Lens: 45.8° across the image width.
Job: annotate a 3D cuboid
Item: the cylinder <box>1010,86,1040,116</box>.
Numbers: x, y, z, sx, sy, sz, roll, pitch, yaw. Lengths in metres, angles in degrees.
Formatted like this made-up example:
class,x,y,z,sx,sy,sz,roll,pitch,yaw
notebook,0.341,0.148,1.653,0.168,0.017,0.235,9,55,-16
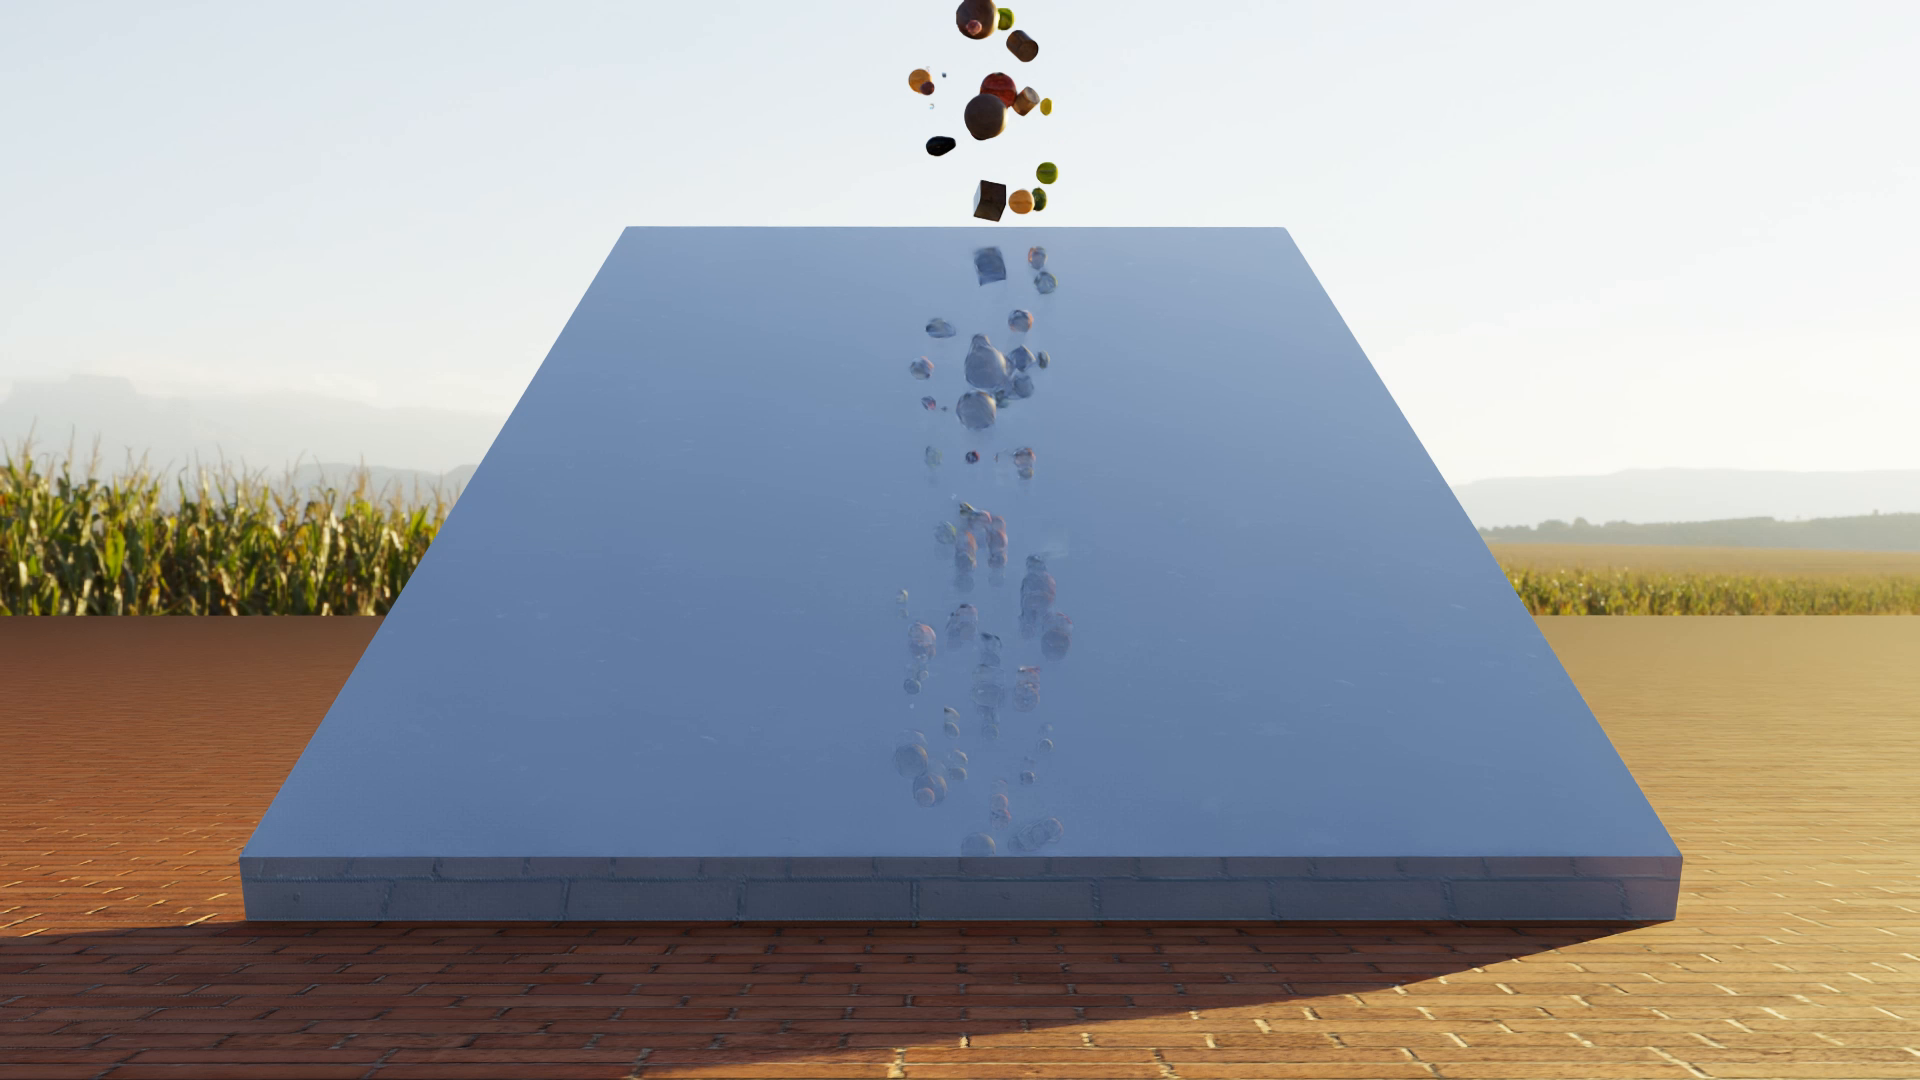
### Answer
class,x,y,z,sx,sy,sz,roll,pitch,yaw
cylinder,0.193,-1.290,6.681,0.063,0.063,0.063,2,-32,-47

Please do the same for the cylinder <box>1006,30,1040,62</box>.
class,x,y,z,sx,sy,sz,roll,pitch,yaw
cylinder,0.187,-1.474,6.778,0.073,0.073,0.073,1,36,-34

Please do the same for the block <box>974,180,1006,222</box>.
class,x,y,z,sx,sy,sz,roll,pitch,yaw
block,0.089,-1.010,6.769,0.080,0.080,0.080,10,-38,-13

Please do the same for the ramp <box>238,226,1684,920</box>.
class,x,y,z,sx,sy,sz,roll,pitch,yaw
ramp,-0.005,-0.210,5.037,2.000,0.100,4.000,0,20,0
